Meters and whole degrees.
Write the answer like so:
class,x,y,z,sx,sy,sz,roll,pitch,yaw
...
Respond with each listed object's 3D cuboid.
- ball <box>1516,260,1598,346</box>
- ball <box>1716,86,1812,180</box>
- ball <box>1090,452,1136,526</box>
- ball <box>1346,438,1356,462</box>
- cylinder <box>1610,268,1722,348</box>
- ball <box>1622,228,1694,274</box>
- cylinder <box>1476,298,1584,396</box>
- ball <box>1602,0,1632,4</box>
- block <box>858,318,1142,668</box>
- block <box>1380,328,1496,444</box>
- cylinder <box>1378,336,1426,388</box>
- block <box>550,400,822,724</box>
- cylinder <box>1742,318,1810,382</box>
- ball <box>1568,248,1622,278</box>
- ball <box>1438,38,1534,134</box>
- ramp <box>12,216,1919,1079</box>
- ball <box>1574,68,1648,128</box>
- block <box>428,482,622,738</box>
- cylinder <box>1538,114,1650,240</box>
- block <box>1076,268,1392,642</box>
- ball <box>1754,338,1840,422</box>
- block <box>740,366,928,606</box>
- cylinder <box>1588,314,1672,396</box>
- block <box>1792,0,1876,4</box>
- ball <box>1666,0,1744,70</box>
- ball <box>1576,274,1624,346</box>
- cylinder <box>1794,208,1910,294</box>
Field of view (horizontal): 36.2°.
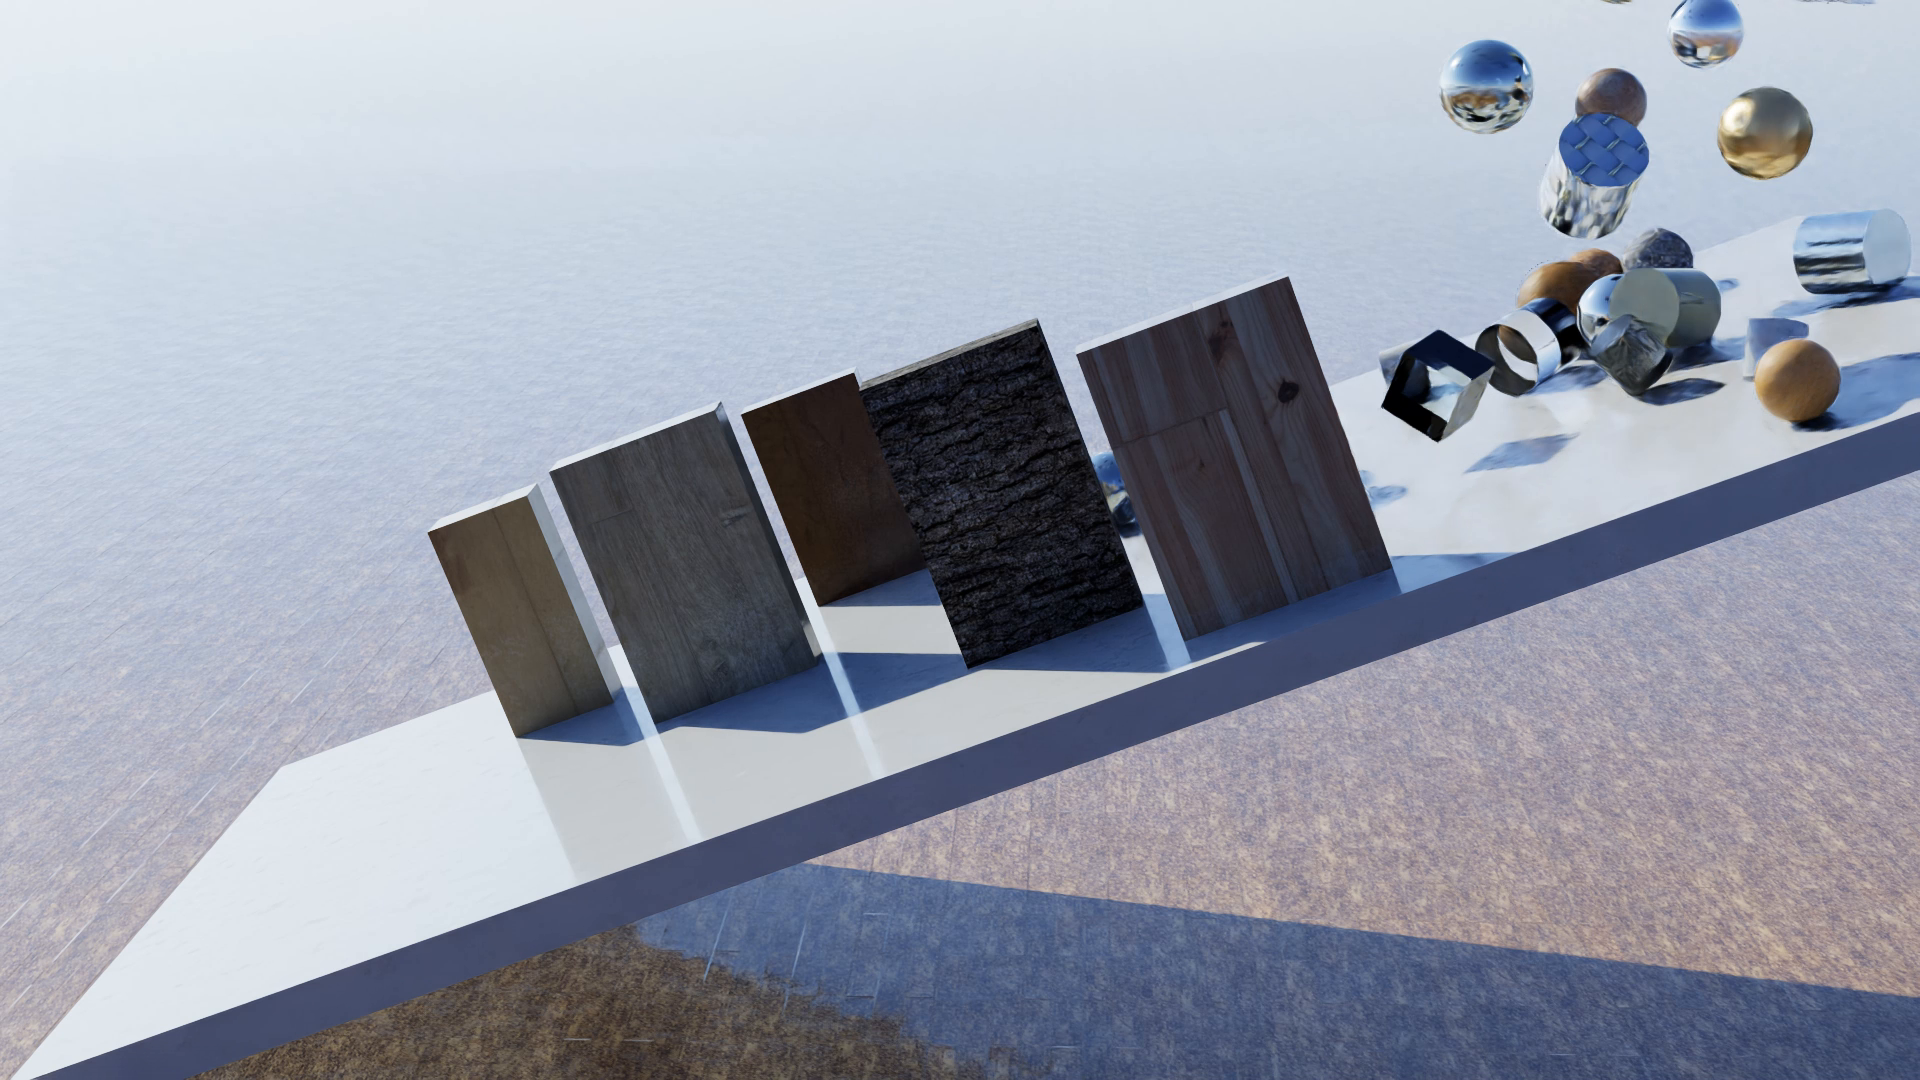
class,x,y,z,sx,sy,sz,roll,pitch,yaw
ball,1.341,-0.521,6.547,0.200,0.200,0.200,0,13,0
ball,1.552,-0.784,5.674,0.179,0.179,0.179,0,13,0
ball,0.333,-0.112,6.553,0.169,0.169,0.169,0,13,0
ball,0.727,-0.154,6.033,0.169,0.169,0.169,0,13,0
cylinder,1.467,-0.483,6.115,0.166,0.166,0.166,13,12,44
ball,1.589,-0.630,6.704,0.160,0.160,0.160,0,13,0
cylinder,1.232,-0.419,6.365,0.165,0.165,0.165,-30,29,-36
ball,1.332,-1.162,5.953,0.152,0.152,0.152,0,13,0
block,0.084,-0.091,5.824,0.371,0.599,0.103,-20,12,7
block,0.971,-0.313,5.970,0.143,0.143,0.143,35,40,21
cylinder,1.033,-0.396,6.738,0.114,0.114,0.114,-17,7,19
block,-0.591,0.050,6.378,0.384,0.600,0.115,-20,12,7
cylinder,1.540,-0.355,5.553,0.111,0.111,0.111,8,-4,1
ball,1.461,-0.595,6.788,0.154,0.154,0.154,0,13,0
ball,1.063,-0.915,5.936,0.191,0.191,0.191,0,13,0
ramp,0.118,0.176,6.295,4.000,0.100,2.000,-20,12,7
ball,1.285,-0.862,5.808,0.141,0.141,0.141,0,13,0
block,-1.001,0.163,6.793,0.247,0.521,0.137,-20,12,7
cylinder,1.223,-0.702,5.683,0.174,0.174,0.174,-1,-28,-4
block,0.505,-0.154,5.419,0.408,0.576,0.093,-20,12,7
ball,1.511,-0.288,5.309,0.151,0.151,0.151,0,13,0
block,-0.288,-0.125,6.904,0.284,0.493,0.085,-20,12,7
cylinder,1.350,-0.373,5.921,0.117,0.117,0.117,42,8,-10
block,1.790,-1.217,6.077,0.194,0.194,0.194,4,16,10
ball,1.453,-0.991,5.731,0.147,0.147,0.147,0,13,0
ball,1.409,-0.482,6.300,0.176,0.176,0.176,0,13,0
cylinder,1.832,-0.591,6.041,0.167,0.167,0.167,-11,8,-38
